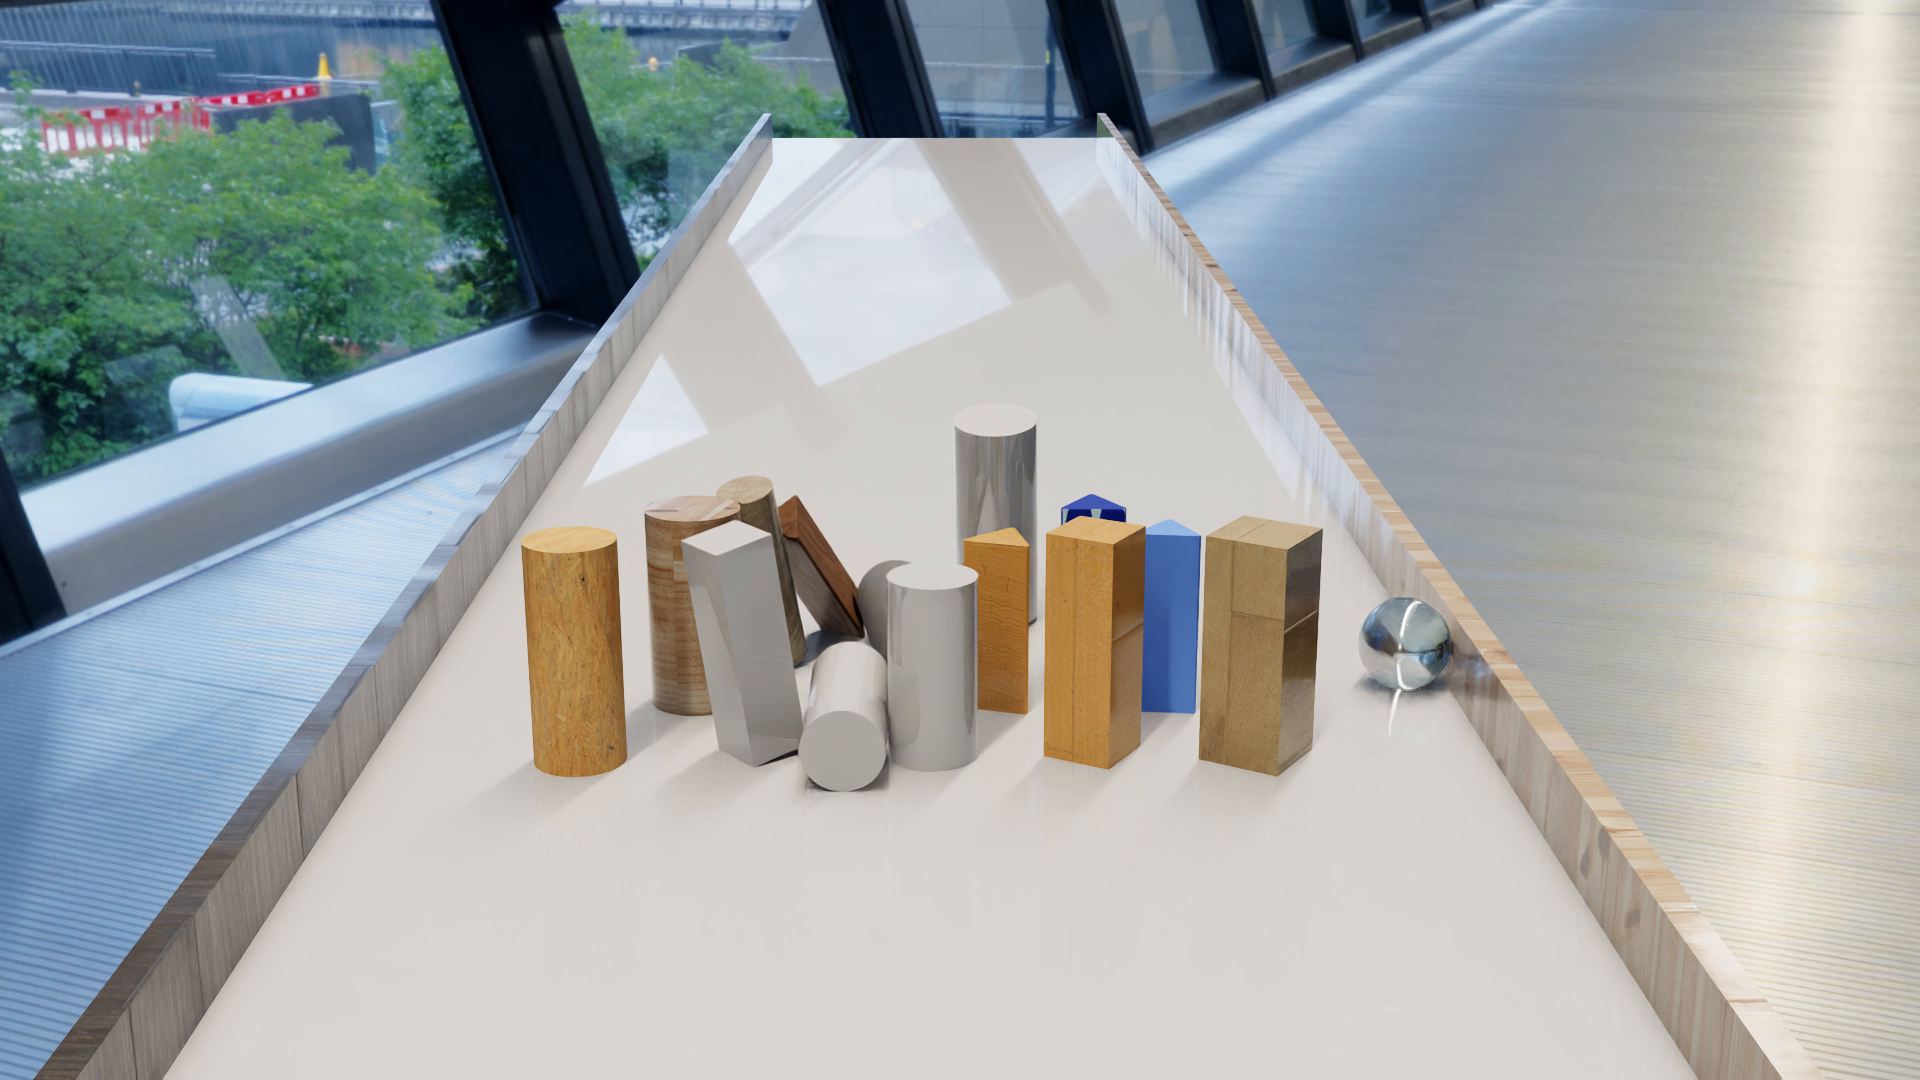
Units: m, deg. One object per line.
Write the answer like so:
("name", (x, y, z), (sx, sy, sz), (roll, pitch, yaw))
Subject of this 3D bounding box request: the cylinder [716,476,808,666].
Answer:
("cylinder", (-0.387, 0.067, 4.308), (0.112, 0.380, 0.112), (-7, 30, 4))

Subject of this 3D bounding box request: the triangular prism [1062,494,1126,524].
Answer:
("triangular prism", (0.265, 0.071, 4.443), (0.127, 0.311, 0.110), (0, 17, 1))

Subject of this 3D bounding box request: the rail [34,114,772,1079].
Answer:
("rail", (-1.118, -0.838, 7.780), (0.050, 0.150, 12.000), (0, 17, -1))

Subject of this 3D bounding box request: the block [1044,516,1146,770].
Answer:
("block", (0.238, 0.180, 3.893), (0.130, 0.414, 0.130), (9, 19, 29))

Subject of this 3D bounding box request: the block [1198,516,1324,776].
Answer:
("block", (0.530, 0.185, 3.879), (0.153, 0.414, 0.153), (10, 19, 31))

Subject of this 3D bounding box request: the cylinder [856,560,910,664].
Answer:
("cylinder", (-0.104, 0.176, 4.360), (0.157, 0.157, 0.428), (-2, 17, -8))

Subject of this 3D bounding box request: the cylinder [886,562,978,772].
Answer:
("cylinder", (-0.048, 0.223, 3.889), (0.160, 0.335, 0.160), (0, 17, 0))

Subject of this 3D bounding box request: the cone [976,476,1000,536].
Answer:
("cone", (0.057, 0.059, 4.349), (0.155, 0.387, 0.155), (0, 17, 0))

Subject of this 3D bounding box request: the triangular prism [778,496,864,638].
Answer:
("triangular prism", (-0.285, 0.052, 4.466), (0.109, 0.350, 0.095), (10, 59, 31))

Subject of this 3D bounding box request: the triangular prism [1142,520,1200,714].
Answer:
("triangular prism", (0.388, 0.142, 4.138), (0.120, 0.348, 0.104), (2, 17, 7))

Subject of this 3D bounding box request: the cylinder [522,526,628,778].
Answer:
("cylinder", (-0.675, 0.195, 3.856), (0.163, 0.409, 0.163), (0, 17, 0))

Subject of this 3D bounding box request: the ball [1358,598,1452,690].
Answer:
("ball", (0.857, 0.200, 4.242), (0.178, 0.178, 0.178), (0, 17, 0))

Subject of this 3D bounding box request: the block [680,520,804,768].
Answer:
("block", (-0.379, 0.183, 3.873), (0.114, 0.408, 0.114), (-23, 26, -33))

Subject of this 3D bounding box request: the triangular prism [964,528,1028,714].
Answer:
("triangular prism", (0.083, 0.149, 4.148), (0.126, 0.330, 0.109), (5, 17, 18))

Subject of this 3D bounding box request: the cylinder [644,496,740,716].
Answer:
("cylinder", (-0.498, 0.123, 4.149), (0.179, 0.379, 0.179), (0, 17, 0))

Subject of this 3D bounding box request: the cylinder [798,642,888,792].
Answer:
("cylinder", (-0.202, 0.310, 3.924), (0.149, 0.149, 0.355), (0, 17, 0))

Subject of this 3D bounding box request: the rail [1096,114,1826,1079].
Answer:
("rail", (0.932, -0.844, 7.801), (0.050, 0.150, 12.000), (0, 17, -1))

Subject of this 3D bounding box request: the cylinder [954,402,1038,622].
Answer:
("cylinder", (0.076, -0.048, 4.570), (0.171, 0.443, 0.171), (-1, 27, 1))
